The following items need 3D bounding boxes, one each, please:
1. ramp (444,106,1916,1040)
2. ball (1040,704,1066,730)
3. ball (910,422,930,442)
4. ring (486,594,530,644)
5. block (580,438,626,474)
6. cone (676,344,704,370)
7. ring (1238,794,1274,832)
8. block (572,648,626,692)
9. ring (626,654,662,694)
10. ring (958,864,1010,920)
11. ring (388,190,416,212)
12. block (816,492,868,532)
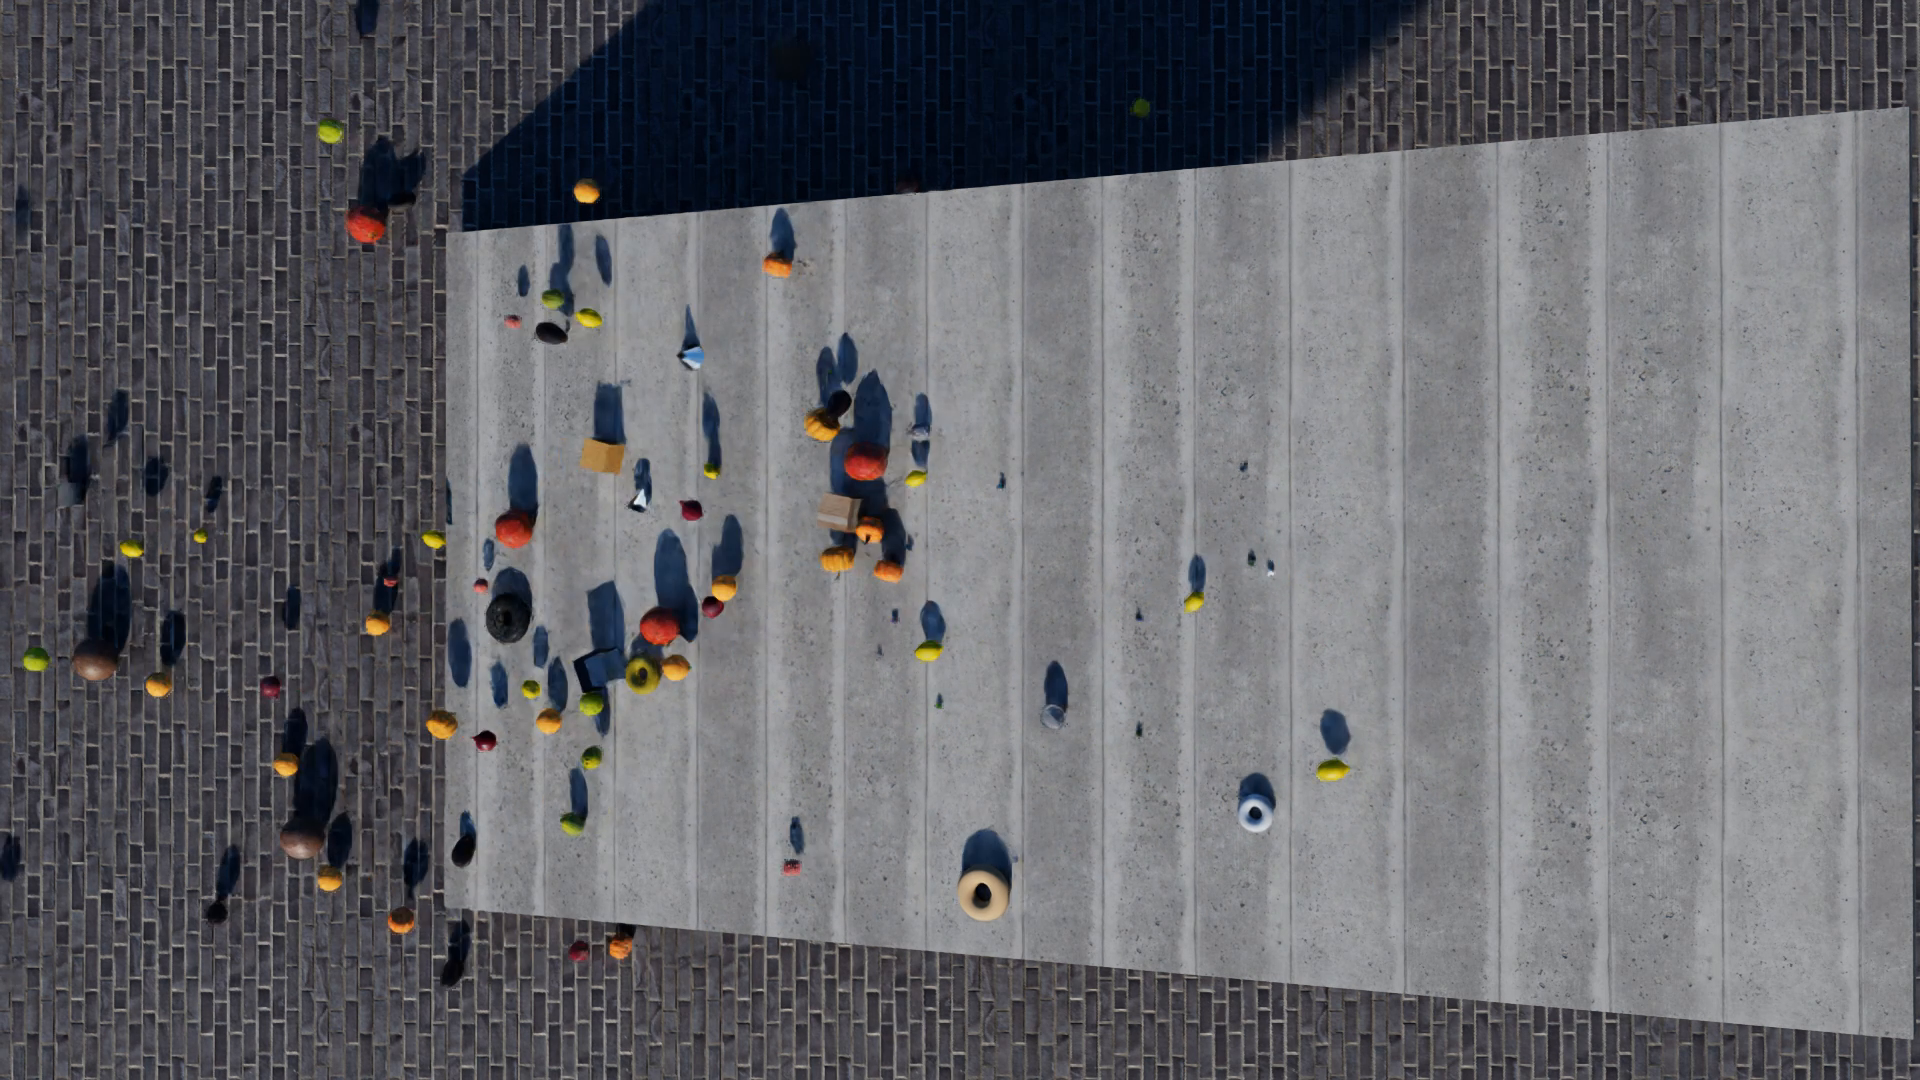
[{"bbox_3d":[0.279,0.079,5.665,4.000,0.100,2.000,0,89,27],"label":"ramp"},{"bbox_3d":[0.237,0.452,5.589,0.066,0.066,0.066,0,89,0],"label":"ball"},{"bbox_3d":[-0.105,-0.283,5.780,0.050,0.050,0.050,0,89,0],"label":"ball"},{"bbox_3d":[-1.314,0.228,6.389,0.147,0.049,0.147,-2,86,27],"label":"ring"},{"bbox_3d":[-1.011,-0.238,6.221,0.082,0.082,0.082,15,96,26],"label":"block"},{"bbox_3d":[-0.765,-0.510,6.103,0.076,0.076,0.076,0,89,27],"label":"cone"},{"bbox_3d":[0.721,0.665,5.360,0.094,0.031,0.094,-1,89,28],"label":"ring"},{"bbox_3d":[-1.015,0.366,6.210,0.095,0.095,0.095,-25,78,24],"label":"block"},{"bbox_3d":[-0.890,0.376,6.177,0.117,0.039,0.117,-2,87,30],"label":"ring"},{"bbox_3d":[0.061,0.911,5.683,0.149,0.050,0.149,2,94,28],"label":"ring"},{"bbox_3d":[-1.670,-1.013,6.580,0.088,0.088,0.029,-18,133,0],"label":"ring"},{"bbox_3d":[-0.313,-0.074,5.860,0.091,0.091,0.091,12,95,27],"label":"block"}]
